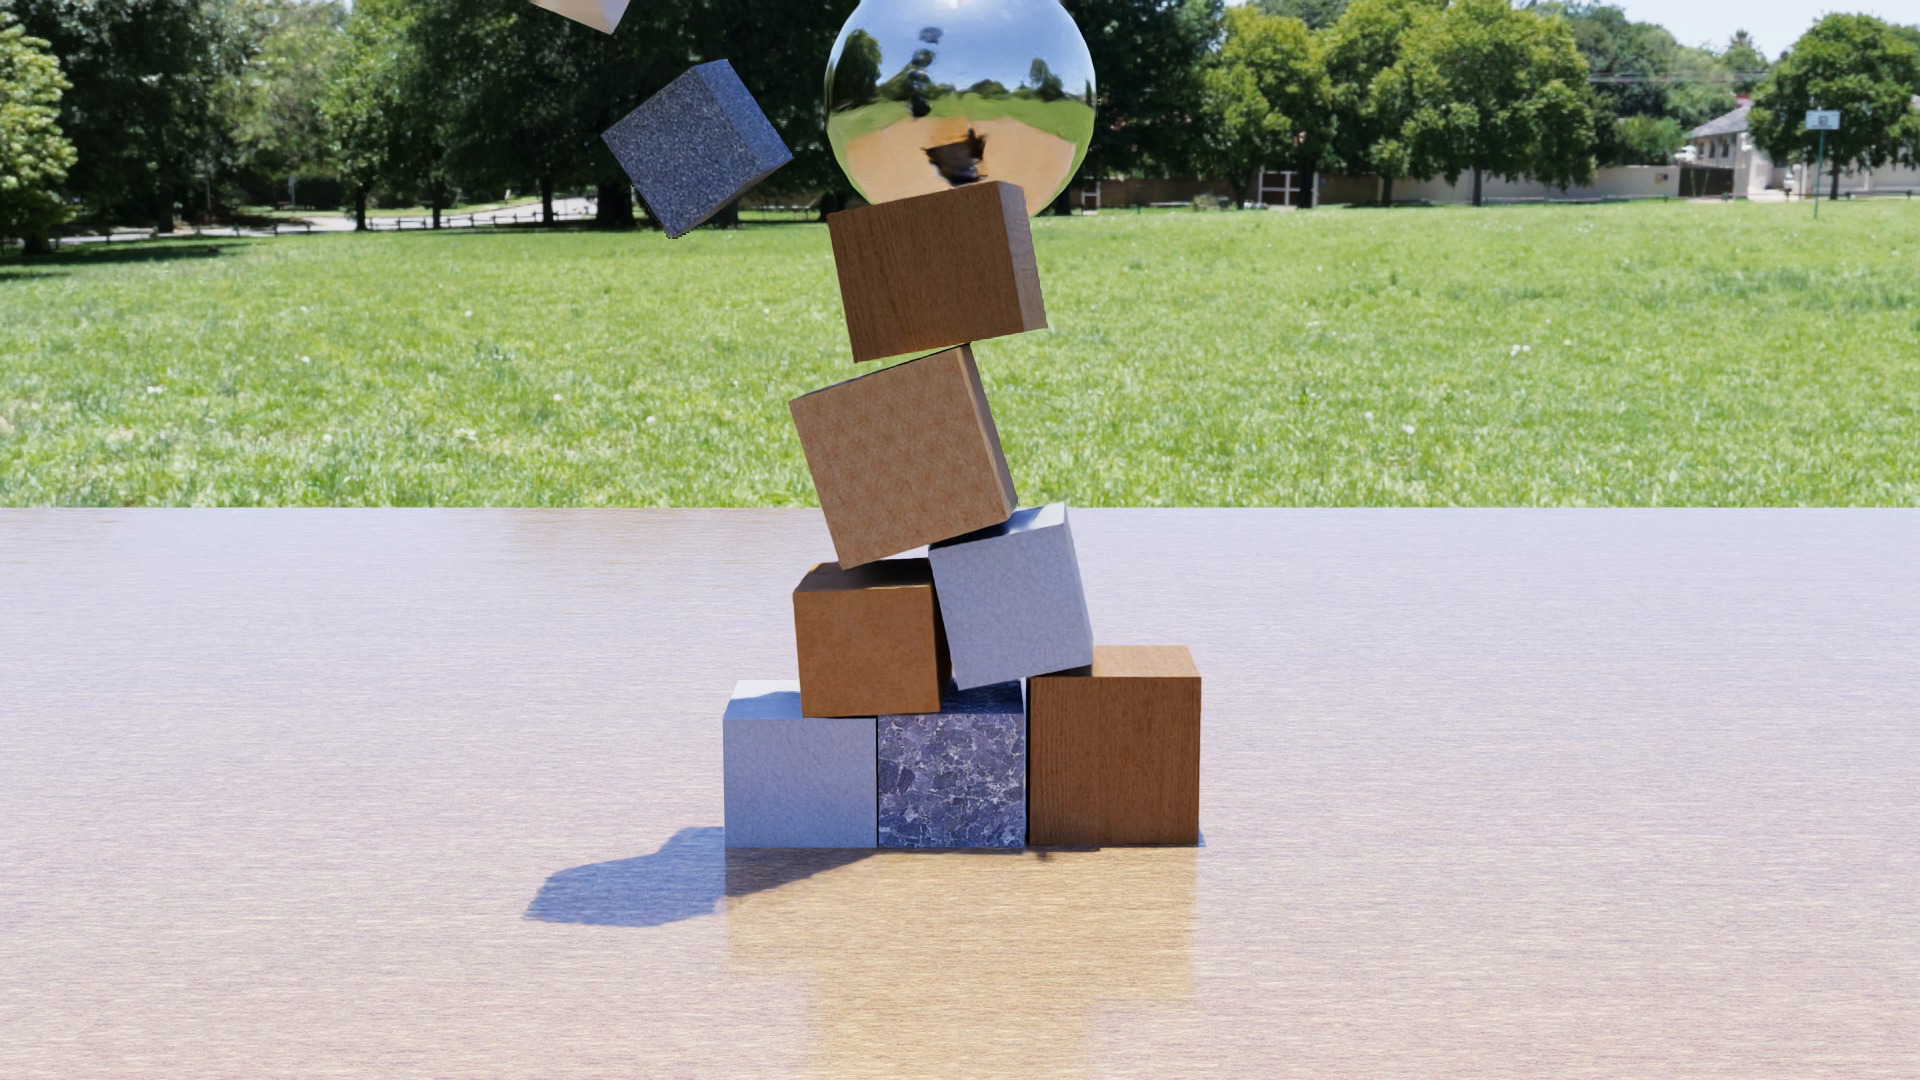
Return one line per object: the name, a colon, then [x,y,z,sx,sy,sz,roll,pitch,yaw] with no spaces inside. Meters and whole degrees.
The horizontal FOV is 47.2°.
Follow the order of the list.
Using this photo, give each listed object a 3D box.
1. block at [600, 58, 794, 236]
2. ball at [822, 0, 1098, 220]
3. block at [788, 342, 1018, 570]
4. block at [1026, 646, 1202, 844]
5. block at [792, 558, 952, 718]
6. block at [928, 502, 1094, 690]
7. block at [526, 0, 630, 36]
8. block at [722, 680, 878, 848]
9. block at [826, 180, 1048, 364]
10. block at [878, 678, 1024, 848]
block: [-1.265,-1.907,10.659,0.571,0.584,0.565,-32,8,17]
ball: [0.000,-2.564,12.822,1.600,1.600,1.600,0,10,0]
block: [-0.267,-0.440,11.163,0.862,0.873,0.819,-17,6,7]
block: [0.778,1.047,11.380,0.852,0.866,0.705,0,10,0]
block: [-0.435,0.487,11.250,0.687,0.637,0.773,-3,10,5]
block: [0.271,0.274,11.209,0.681,0.722,0.700,-12,9,5]
block: [-1.770,-2.828,9.881,0.639,0.663,0.718,23,-12,8]
block: [-0.800,1.147,11.392,0.764,0.667,0.803,0,10,0]
block: [-0.099,-1.381,11.366,0.879,0.756,0.873,-9,5,11]
block: [-0.044,1.139,11.373,0.729,0.691,0.758,0,10,0]
